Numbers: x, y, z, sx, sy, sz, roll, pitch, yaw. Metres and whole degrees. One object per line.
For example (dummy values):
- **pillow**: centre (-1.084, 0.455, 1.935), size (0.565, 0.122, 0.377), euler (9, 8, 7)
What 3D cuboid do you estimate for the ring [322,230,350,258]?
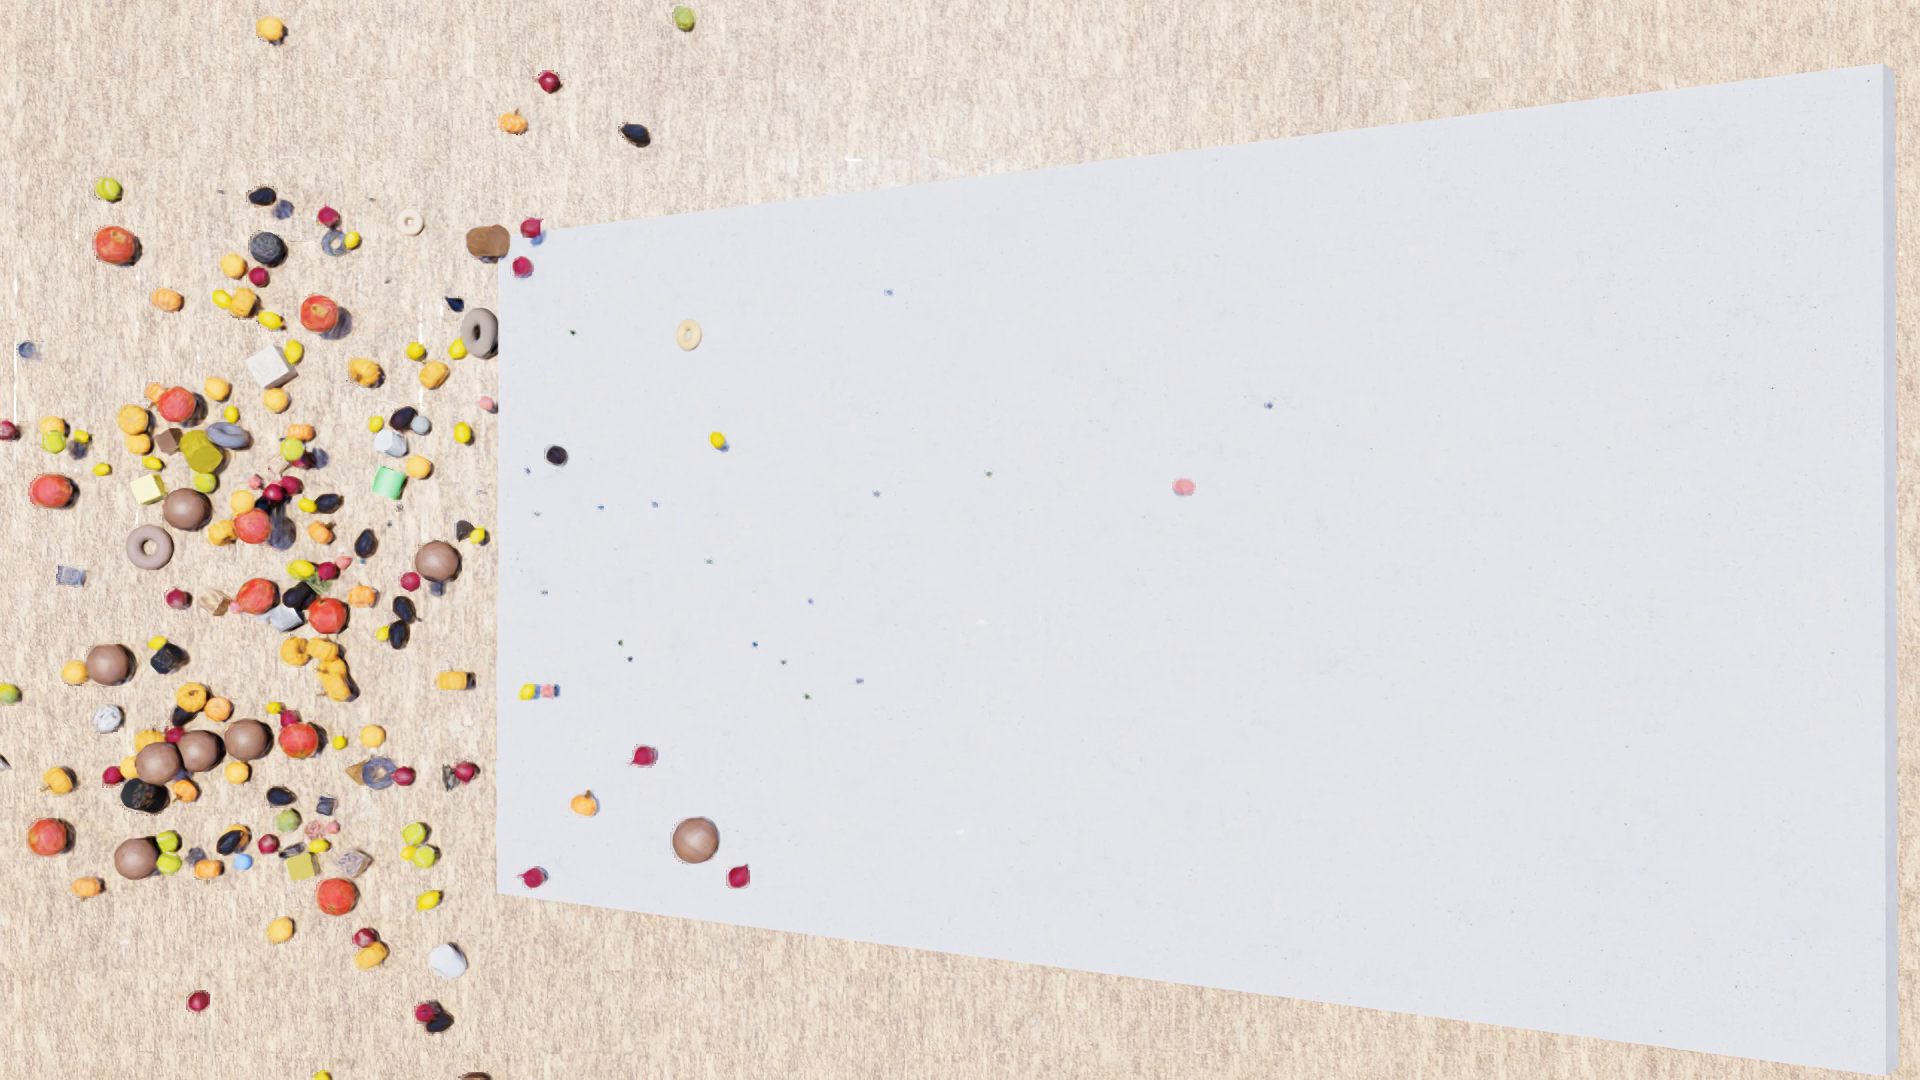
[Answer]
- **ring**: centre (-1.923, -0.913, 6.770), size (0.088, 0.029, 0.088), euler (0, 90, -1)

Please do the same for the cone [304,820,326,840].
- **cone**: centre (-1.986, 0.894, 6.739), size (0.063, 0.063, 0.063), euler (0, 90, 0)

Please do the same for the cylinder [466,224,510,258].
- **cylinder**: centre (-1.428, -0.906, 6.660), size (0.093, 0.093, 0.093), euler (2, 89, 36)

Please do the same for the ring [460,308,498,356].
- **ring**: centre (-1.468, -0.636, 6.715), size (0.150, 0.050, 0.150), euler (0, 90, 40)

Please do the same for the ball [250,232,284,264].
- **ball**: centre (-2.122, -0.893, 6.734), size (0.099, 0.099, 0.099), euler (0, 90, 0)

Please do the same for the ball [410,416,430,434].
- **ball**: centre (-1.656, -0.353, 6.750), size (0.060, 0.060, 0.060), euler (0, 90, 0)

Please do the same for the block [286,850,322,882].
- **block**: centre (-2.009, 0.998, 6.734), size (0.073, 0.073, 0.073), euler (-15, 90, 0)

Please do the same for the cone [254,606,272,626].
- **cone**: centre (-2.132, 0.223, 6.763), size (0.056, 0.056, 0.056), euler (34, 63, 0)

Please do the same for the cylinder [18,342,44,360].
- **cylinder**: centre (-2.853, -0.580, 6.754), size (0.055, 0.055, 0.055), euler (0, 90, 0)

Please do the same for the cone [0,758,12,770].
- **cone**: centre (-2.952, 0.689, 6.752), size (0.092, 0.092, 0.092), euler (21, 90, -26)

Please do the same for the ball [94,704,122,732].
- **ball**: centre (-2.608, 0.545, 6.731), size (0.084, 0.084, 0.084), euler (0, 90, 0)

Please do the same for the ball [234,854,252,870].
- **ball**: centre (-2.199, 0.988, 6.743), size (0.053, 0.053, 0.053), euler (0, 90, 0)

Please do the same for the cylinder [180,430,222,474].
- **cylinder**: centre (-2.315, -0.271, 6.702), size (0.098, 0.098, 0.098), euler (-43, 50, 0)

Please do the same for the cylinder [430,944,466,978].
- **cylinder**: centre (-1.561, 1.285, 6.703), size (0.078, 0.078, 0.078), euler (-14, 50, 17)

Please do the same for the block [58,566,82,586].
- **block**: centre (-2.726, 0.110, 6.739), size (0.053, 0.053, 0.053), euler (11, 88, -12)

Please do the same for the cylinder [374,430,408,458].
- **cylinder**: centre (-1.738, -0.295, 6.716), size (0.070, 0.070, 0.070), euler (-6, 73, 22)

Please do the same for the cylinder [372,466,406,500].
- **cylinder**: centre (-1.750, -0.175, 6.734), size (0.082, 0.082, 0.082), euler (20, 90, 0)

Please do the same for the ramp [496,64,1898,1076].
- **ramp**: centre (0.238, 0.066, 5.559), size (4.000, 0.100, 2.000), euler (0, 89, 36)

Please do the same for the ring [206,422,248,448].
- **ring**: centre (-2.238, -0.321, 6.720), size (0.124, 0.124, 0.041), euler (22, 113, 0)

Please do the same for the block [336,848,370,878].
- **block**: centre (-1.847, 0.983, 6.695), size (0.064, 0.064, 0.064), euler (33, 85, 5)

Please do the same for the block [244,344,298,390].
- **block**: centre (-2.107, -0.528, 6.732), size (0.098, 0.098, 0.098), euler (-32, 90, 0)

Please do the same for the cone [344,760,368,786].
- **cone**: centre (-1.862, 0.710, 6.754), size (0.080, 0.080, 0.080), euler (6, 90, 27)

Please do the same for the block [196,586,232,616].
- **block**: centre (-2.284, 0.189, 6.740), size (0.062, 0.062, 0.062), euler (36, 90, 9)

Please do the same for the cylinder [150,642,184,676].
- **cylinder**: centre (-2.421, 0.362, 6.711), size (0.071, 0.071, 0.071), euler (45, 106, 0)

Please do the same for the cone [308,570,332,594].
- **cone**: centre (-1.972, 0.129, 6.740), size (0.073, 0.073, 0.073), euler (0, 90, 0)

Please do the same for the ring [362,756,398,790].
- **ring**: centre (-1.779, 0.714, 6.740), size (0.109, 0.036, 0.109), euler (-6, 107, -18)

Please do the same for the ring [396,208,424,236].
- **ring**: centre (-1.693, -0.979, 6.771), size (0.084, 0.028, 0.084), euler (0, 90, 0)

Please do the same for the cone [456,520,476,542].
- **cone**: centre (-1.532, -0.015, 6.763), size (0.065, 0.065, 0.065), euler (32, 116, 0)

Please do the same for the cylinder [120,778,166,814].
- **cylinder**: centre (-2.489, 0.782, 6.707), size (0.093, 0.093, 0.093), euler (-6, 72, 18)

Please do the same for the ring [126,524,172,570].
- **ring**: centre (-2.492, 0.022, 6.754), size (0.141, 0.047, 0.141), euler (0, 91, -1)

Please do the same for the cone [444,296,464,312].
- **cone**: centre (-1.561, -0.733, 6.740), size (0.053, 0.053, 0.053), euler (32, 90, -38)

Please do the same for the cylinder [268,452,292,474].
- **cylinder**: centre (-2.088, -0.238, 6.754), size (0.050, 0.050, 0.050), euler (-38, 90, -4)

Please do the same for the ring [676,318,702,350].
- **ring**: centre (-0.766, -0.581, 6.214), size (0.089, 0.030, 0.089), euler (-3, 84, 38)

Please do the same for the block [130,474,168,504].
- **block**: centre (-2.486, -0.156, 6.743), size (0.071, 0.071, 0.071), euler (-23, 90, 0)

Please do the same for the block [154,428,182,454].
- **block**: centre (-2.420, -0.304, 6.745), size (0.057, 0.057, 0.057), euler (-28, 90, 13)

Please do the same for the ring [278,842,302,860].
- **ring**: centre (-2.050, 0.952, 6.730), size (0.079, 0.079, 0.026), euler (-28, 99, 0)
